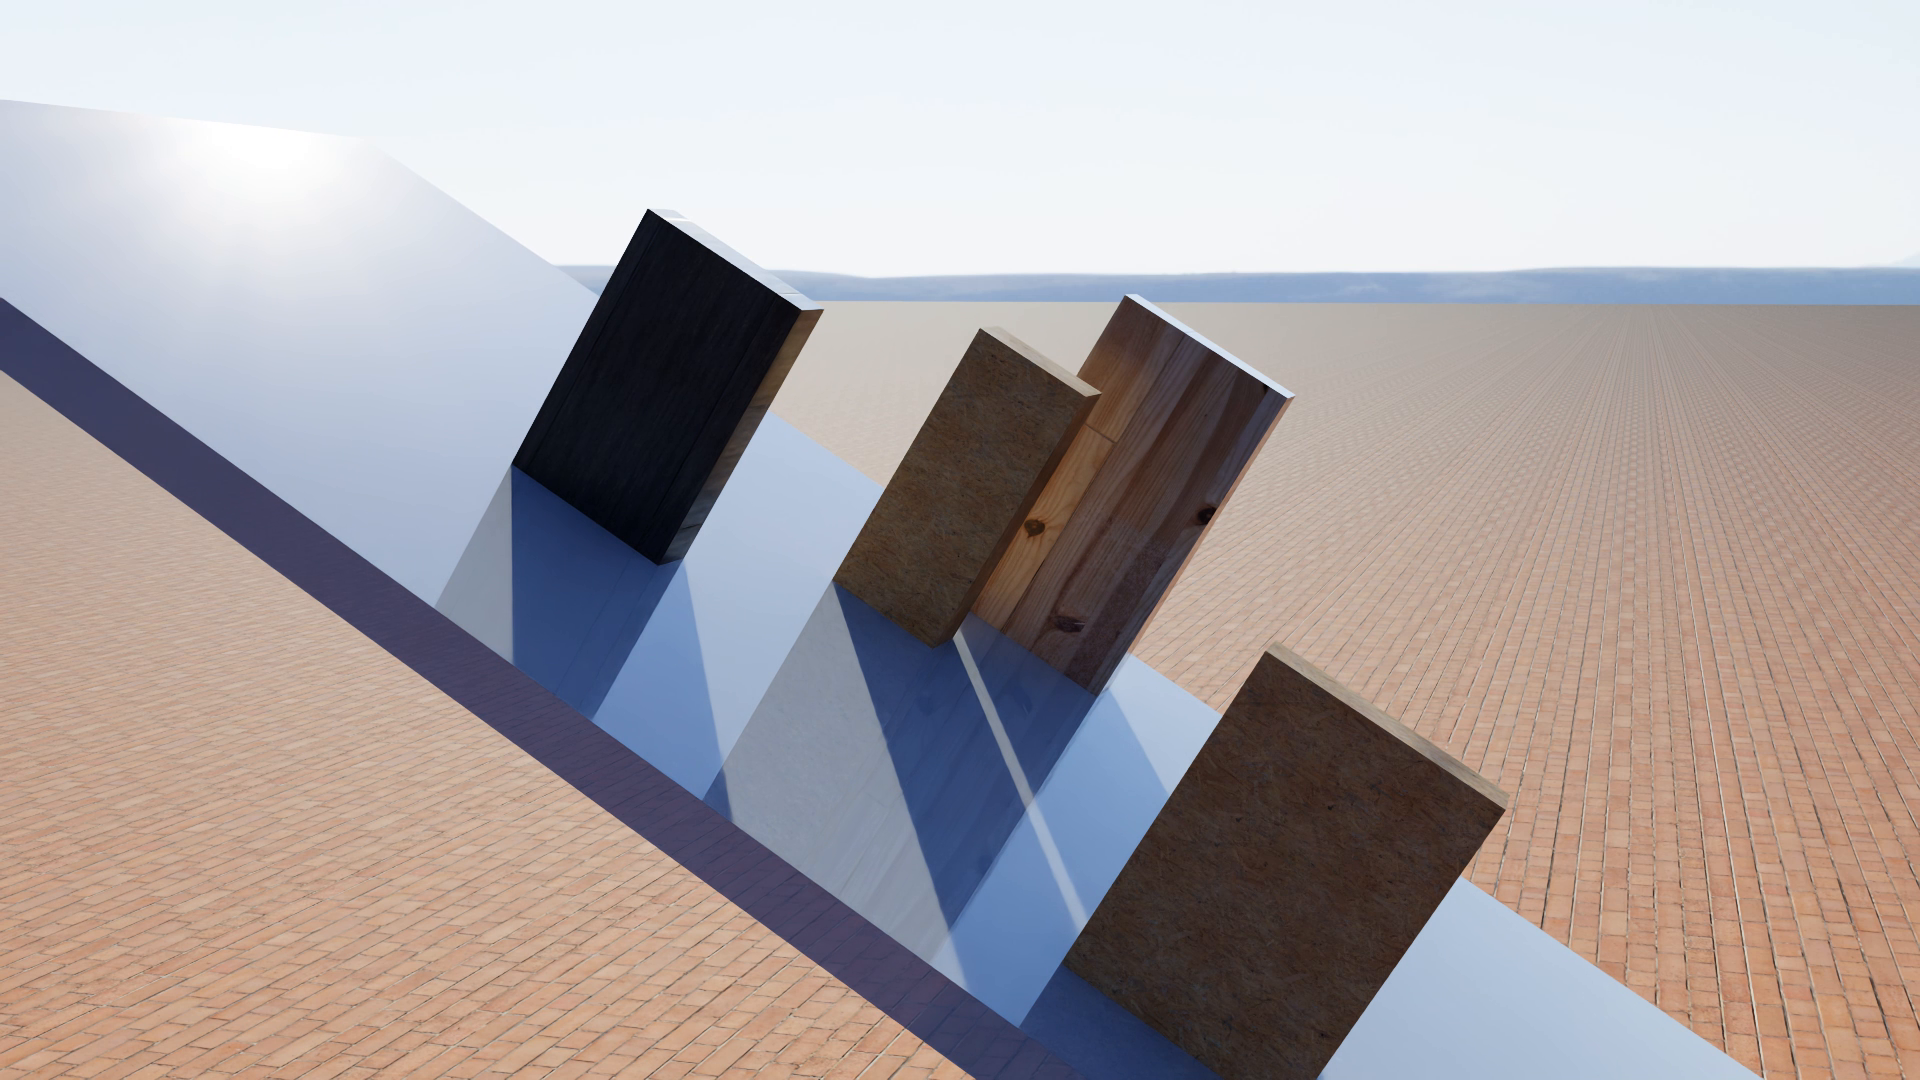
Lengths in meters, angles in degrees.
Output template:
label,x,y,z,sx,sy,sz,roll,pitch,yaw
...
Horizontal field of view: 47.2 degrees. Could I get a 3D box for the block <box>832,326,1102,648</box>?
label,x,y,z,sx,sy,sz,roll,pitch,yaw
block,0.012,-0.103,4.294,0.244,0.581,0.132,34,15,11

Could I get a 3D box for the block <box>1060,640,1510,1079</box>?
label,x,y,z,sx,sy,sz,roll,pitch,yaw
block,0.472,0.502,3.238,0.401,0.576,0.096,34,15,11

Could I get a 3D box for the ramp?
label,x,y,z,sx,sy,sz,roll,pitch,yaw
ramp,-0.158,0.261,4.115,4.000,0.100,2.000,34,15,11

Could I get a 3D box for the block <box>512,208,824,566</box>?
label,x,y,z,sx,sy,sz,roll,pitch,yaw
block,-0.521,-0.271,3.899,0.334,0.529,0.110,34,15,11

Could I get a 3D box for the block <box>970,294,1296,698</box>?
label,x,y,z,sx,sy,sz,roll,pitch,yaw
block,0.326,-0.091,4.568,0.391,0.737,0.109,34,15,11
